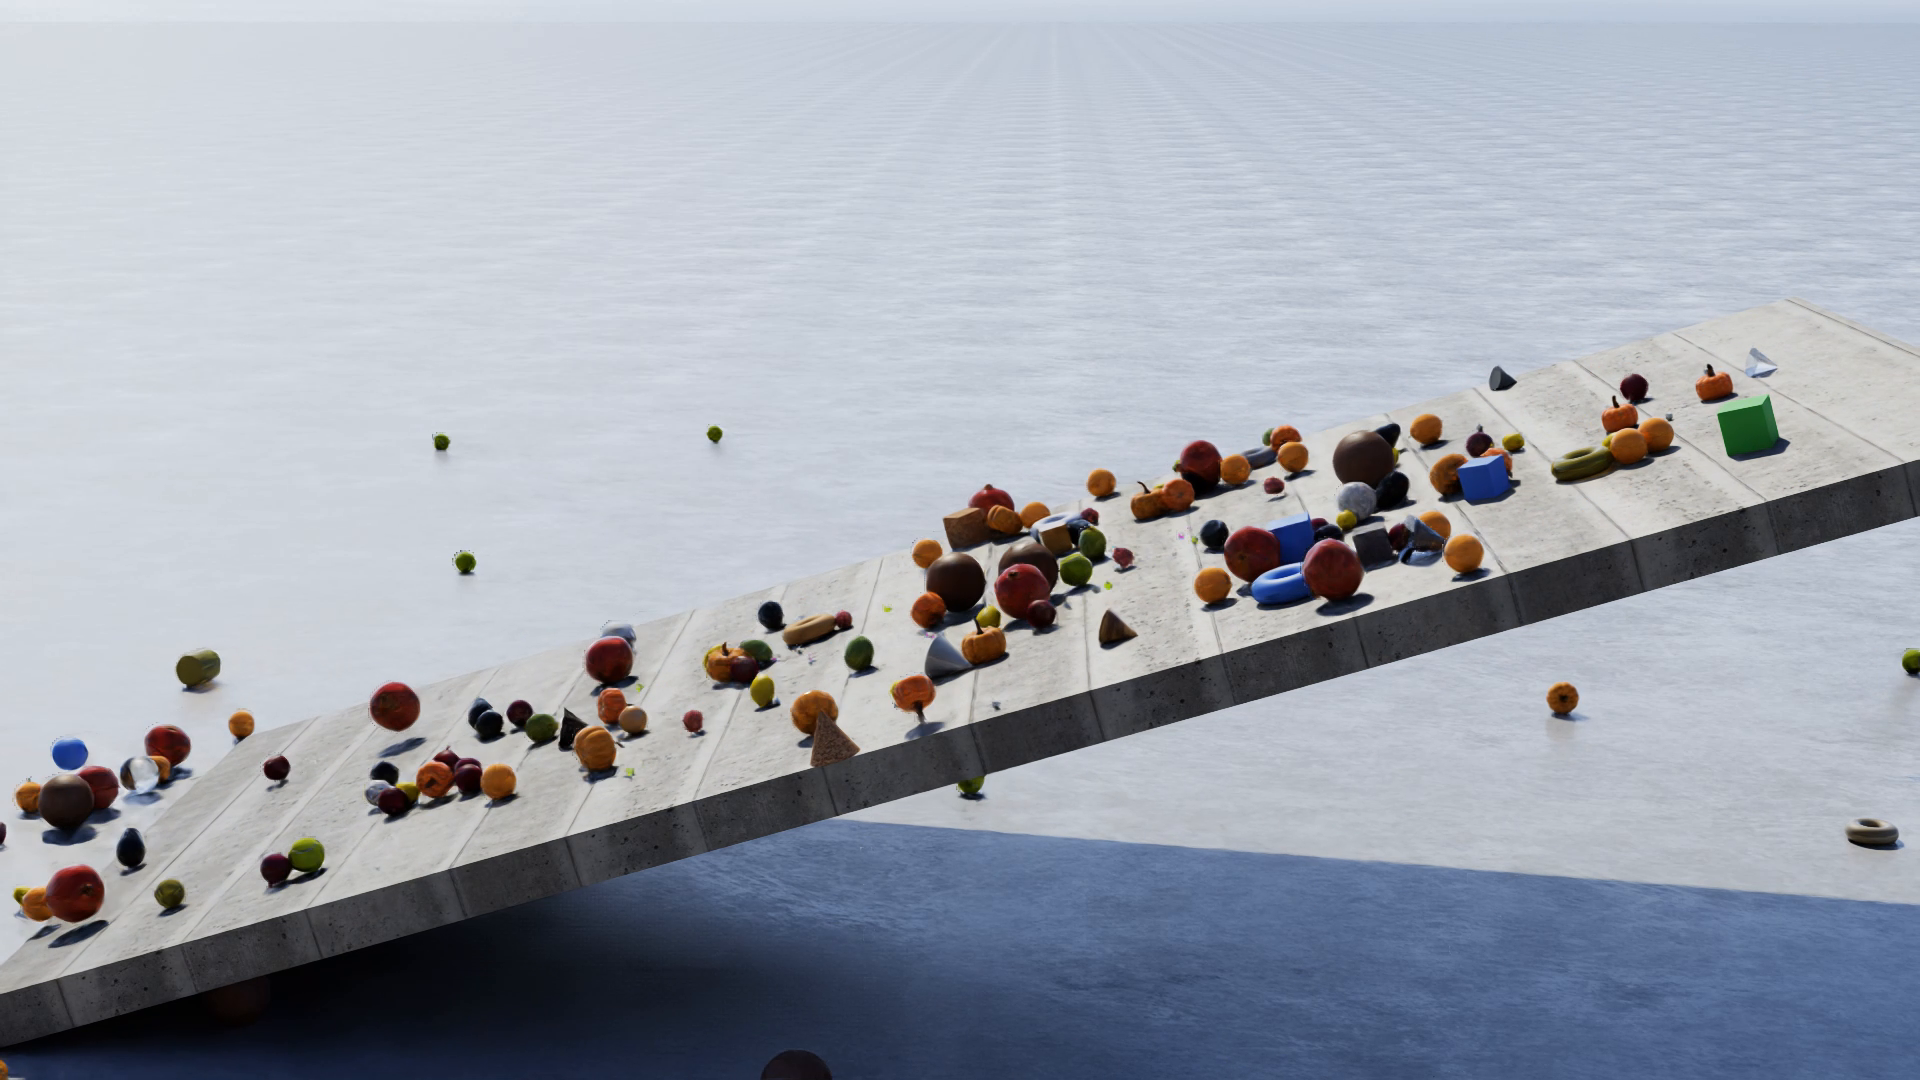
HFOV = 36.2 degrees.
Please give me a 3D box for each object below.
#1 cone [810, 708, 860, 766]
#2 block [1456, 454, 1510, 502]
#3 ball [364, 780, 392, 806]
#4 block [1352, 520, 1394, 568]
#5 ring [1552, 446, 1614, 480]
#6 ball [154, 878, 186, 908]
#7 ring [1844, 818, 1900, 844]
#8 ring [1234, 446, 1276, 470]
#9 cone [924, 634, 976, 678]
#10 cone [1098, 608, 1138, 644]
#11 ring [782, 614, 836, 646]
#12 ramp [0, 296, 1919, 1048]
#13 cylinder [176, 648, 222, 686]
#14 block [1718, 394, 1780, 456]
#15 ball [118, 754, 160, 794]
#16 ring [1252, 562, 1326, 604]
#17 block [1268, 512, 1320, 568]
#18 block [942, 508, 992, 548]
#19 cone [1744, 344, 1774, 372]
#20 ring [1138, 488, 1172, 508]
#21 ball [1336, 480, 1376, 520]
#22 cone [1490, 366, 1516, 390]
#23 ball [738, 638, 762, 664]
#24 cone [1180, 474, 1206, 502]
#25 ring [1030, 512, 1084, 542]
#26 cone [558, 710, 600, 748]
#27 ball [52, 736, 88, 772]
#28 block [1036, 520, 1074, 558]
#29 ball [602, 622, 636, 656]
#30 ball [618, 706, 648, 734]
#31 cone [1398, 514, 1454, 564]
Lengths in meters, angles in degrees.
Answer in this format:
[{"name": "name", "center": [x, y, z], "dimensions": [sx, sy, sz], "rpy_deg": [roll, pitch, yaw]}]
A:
[{"name": "cone", "center": [-0.242, 0.351, 5.378], "dimensions": [0.097, 0.097, 0.097], "rpy_deg": [-16, 10, 3]}, {"name": "block", "center": [1.059, -0.125, 5.944], "dimensions": [0.069, 0.069, 0.069], "rpy_deg": [-9, 13, 39]}, {"name": "ball", "center": [-1.211, 0.527, 6.131], "dimensions": [0.057, 0.057, 0.057], "rpy_deg": [0, 11, 0]}, {"name": "block", "center": [0.794, 0.008, 5.661], "dimensions": [0.064, 0.064, 0.064], "rpy_deg": [-15, 10, 10]}, {"name": "ring", "center": [1.243, -0.153, 5.873], "dimensions": [0.128, 0.043, 0.128], "rpy_deg": [-18, 9, 3]}, {"name": "ball", "center": [-1.550, 0.693, 5.771], "dimensions": [0.059, 0.059, 0.059], "rpy_deg": [0, 11, 0]}, {"name": "ring", "center": [2.136, 0.683, 6.891], "dimensions": [0.123, 0.041, 0.123], "rpy_deg": [1, 11, 0]}, {"name": "ring", "center": [0.705, -0.196, 7.032], "dimensions": [0.103, 0.034, 0.103], "rpy_deg": [-15, 11, 3]}, {"name": "cone", "center": [-0.009, 0.240, 5.775], "dimensions": [0.090, 0.090, 0.090], "rpy_deg": [17, 16, 21]}, {"name": "cone", "center": [0.310, 0.174, 5.638], "dimensions": [0.070, 0.070, 0.070], "rpy_deg": [15, 15, 17]}, {"name": "ring", "center": [-0.336, 0.199, 6.546], "dimensions": [0.124, 0.041, 0.124], "rpy_deg": [-19, 7, 3]}, {"name": "ramp", "center": [0.090, 0.187, 6.320], "dimensions": [4.000, 0.100, 2.000], "rpy_deg": [-16, 10, 5]}, {"name": "cylinder", "center": [-2.182, 0.366, 8.433], "dimensions": [0.091, 0.091, 0.091], "rpy_deg": [4, 11, 18]}, {"name": "block", "center": [1.518, -0.221, 5.663], "dimensions": [0.087, 0.087, 0.087], "rpy_deg": [-12, 11, 27]}, {"name": "ball", "center": [-2.032, 0.581, 7.281], "dimensions": [0.097, 0.097, 0.097], "rpy_deg": [0, 11, 0]}, {"name": "ring", "center": [0.624, 0.082, 5.578], "dimensions": [0.145, 0.048, 0.145], "rpy_deg": [-16, 11, 3]}, {"name": "block", "center": [0.665, 0.001, 5.861], "dimensions": [0.082, 0.082, 0.082], "rpy_deg": [-15, 10, 10]}, {"name": "block", "center": [0.017, -0.031, 7.135], "dimensions": [0.076, 0.076, 0.076], "rpy_deg": [-23, 11, -31]}, {"name": "cone", "center": [1.736, -0.377, 6.336], "dimensions": [0.065, 0.065, 0.065], "rpy_deg": [28, -1, -24]}, {"name": "ring", "center": [0.459, -0.098, 6.916], "dimensions": [0.084, 0.028, 0.084], "rpy_deg": [-16, 11, 3]}, {"name": "ball", "center": [0.817, -0.081, 6.060], "dimensions": [0.082, 0.082, 0.082], "rpy_deg": [0, 11, 0]}, {"name": "cone", "center": [1.317, -0.385, 7.083], "dimensions": [0.062, 0.062, 0.062], "rpy_deg": [9, 8, -17]}, {"name": "ball", "center": [-0.460, 0.244, 6.467], "dimensions": [0.054, 0.054, 0.054], "rpy_deg": [0, 11, 0]}, {"name": "cone", "center": [0.528, -0.108, 6.850], "dimensions": [0.067, 0.067, 0.067], "rpy_deg": [10, 53, 43]}, {"name": "ring", "center": [0.227, -0.031, 6.887], "dimensions": [0.128, 0.043, 0.128], "rpy_deg": [-16, 11, 3]}, {"name": "cone", "center": [-0.797, 0.402, 6.197], "dimensions": [0.083, 0.083, 0.083], "rpy_deg": [9, 10, -5]}, {"name": "ball", "center": [-2.221, 0.534, 7.341], "dimensions": [0.085, 0.085, 0.085], "rpy_deg": [0, 11, 0]}, {"name": "block", "center": [0.217, -0.002, 6.687], "dimensions": [0.062, 0.062, 0.062], "rpy_deg": [-17, 10, -3]}, {"name": "ball", "center": [-0.816, 0.235, 7.027], "dimensions": [0.082, 0.082, 0.082], "rpy_deg": [0, 11, 0]}, {"name": "ball", "center": [-0.677, 0.372, 6.097], "dimensions": [0.060, 0.060, 0.060], "rpy_deg": [0, 11, 0]}, {"name": "cone", "center": [0.893, 0.005, 5.575], "dimensions": [0.097, 0.097, 0.097], "rpy_deg": [10, 10, -7]}]
